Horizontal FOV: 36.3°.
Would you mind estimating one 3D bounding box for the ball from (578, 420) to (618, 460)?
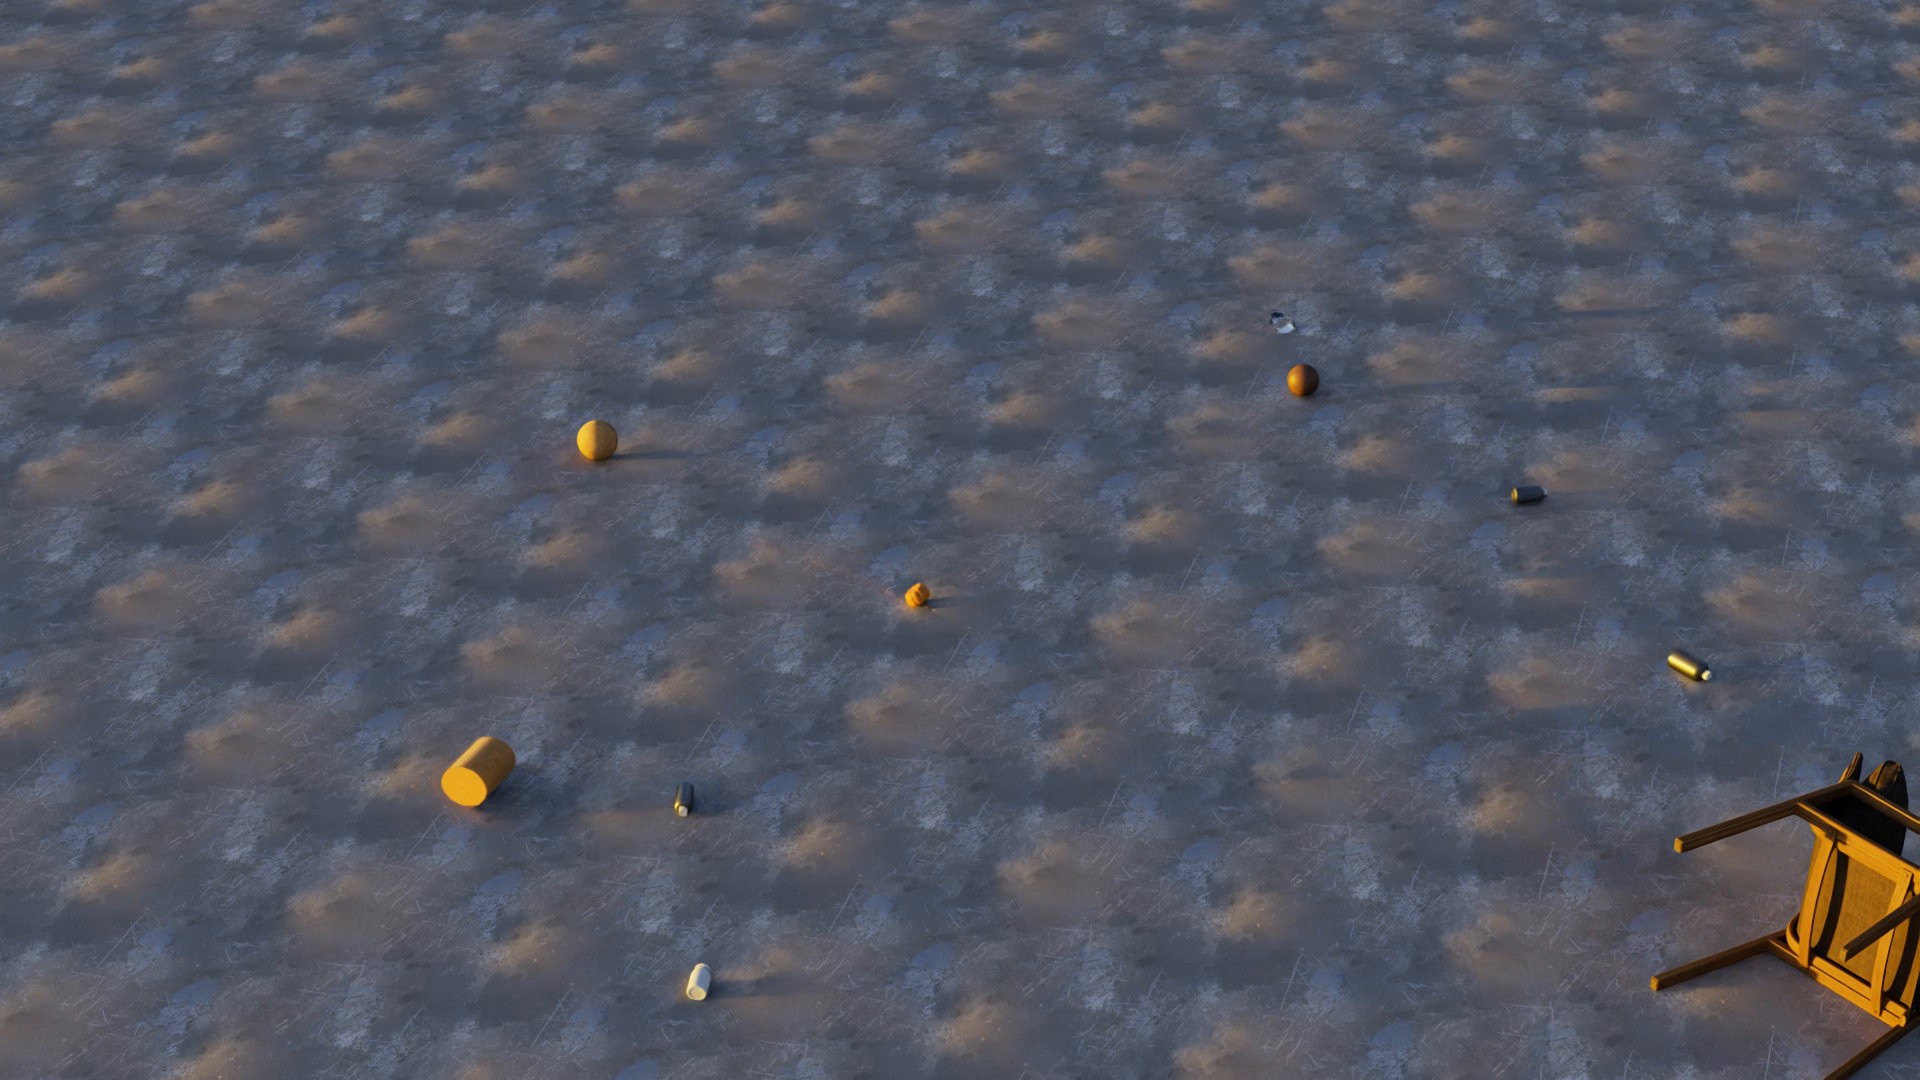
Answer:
[{"bbox_3d":[-1.408,-0.388,11.389,0.158,0.158,0.158,0,33,0],"label":"ball"}]

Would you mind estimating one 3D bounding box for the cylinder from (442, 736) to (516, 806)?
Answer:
[{"bbox_3d":[-1.581,0.761,9.640,0.185,0.152,0.180,-24,17,38],"label":"cylinder"}]
